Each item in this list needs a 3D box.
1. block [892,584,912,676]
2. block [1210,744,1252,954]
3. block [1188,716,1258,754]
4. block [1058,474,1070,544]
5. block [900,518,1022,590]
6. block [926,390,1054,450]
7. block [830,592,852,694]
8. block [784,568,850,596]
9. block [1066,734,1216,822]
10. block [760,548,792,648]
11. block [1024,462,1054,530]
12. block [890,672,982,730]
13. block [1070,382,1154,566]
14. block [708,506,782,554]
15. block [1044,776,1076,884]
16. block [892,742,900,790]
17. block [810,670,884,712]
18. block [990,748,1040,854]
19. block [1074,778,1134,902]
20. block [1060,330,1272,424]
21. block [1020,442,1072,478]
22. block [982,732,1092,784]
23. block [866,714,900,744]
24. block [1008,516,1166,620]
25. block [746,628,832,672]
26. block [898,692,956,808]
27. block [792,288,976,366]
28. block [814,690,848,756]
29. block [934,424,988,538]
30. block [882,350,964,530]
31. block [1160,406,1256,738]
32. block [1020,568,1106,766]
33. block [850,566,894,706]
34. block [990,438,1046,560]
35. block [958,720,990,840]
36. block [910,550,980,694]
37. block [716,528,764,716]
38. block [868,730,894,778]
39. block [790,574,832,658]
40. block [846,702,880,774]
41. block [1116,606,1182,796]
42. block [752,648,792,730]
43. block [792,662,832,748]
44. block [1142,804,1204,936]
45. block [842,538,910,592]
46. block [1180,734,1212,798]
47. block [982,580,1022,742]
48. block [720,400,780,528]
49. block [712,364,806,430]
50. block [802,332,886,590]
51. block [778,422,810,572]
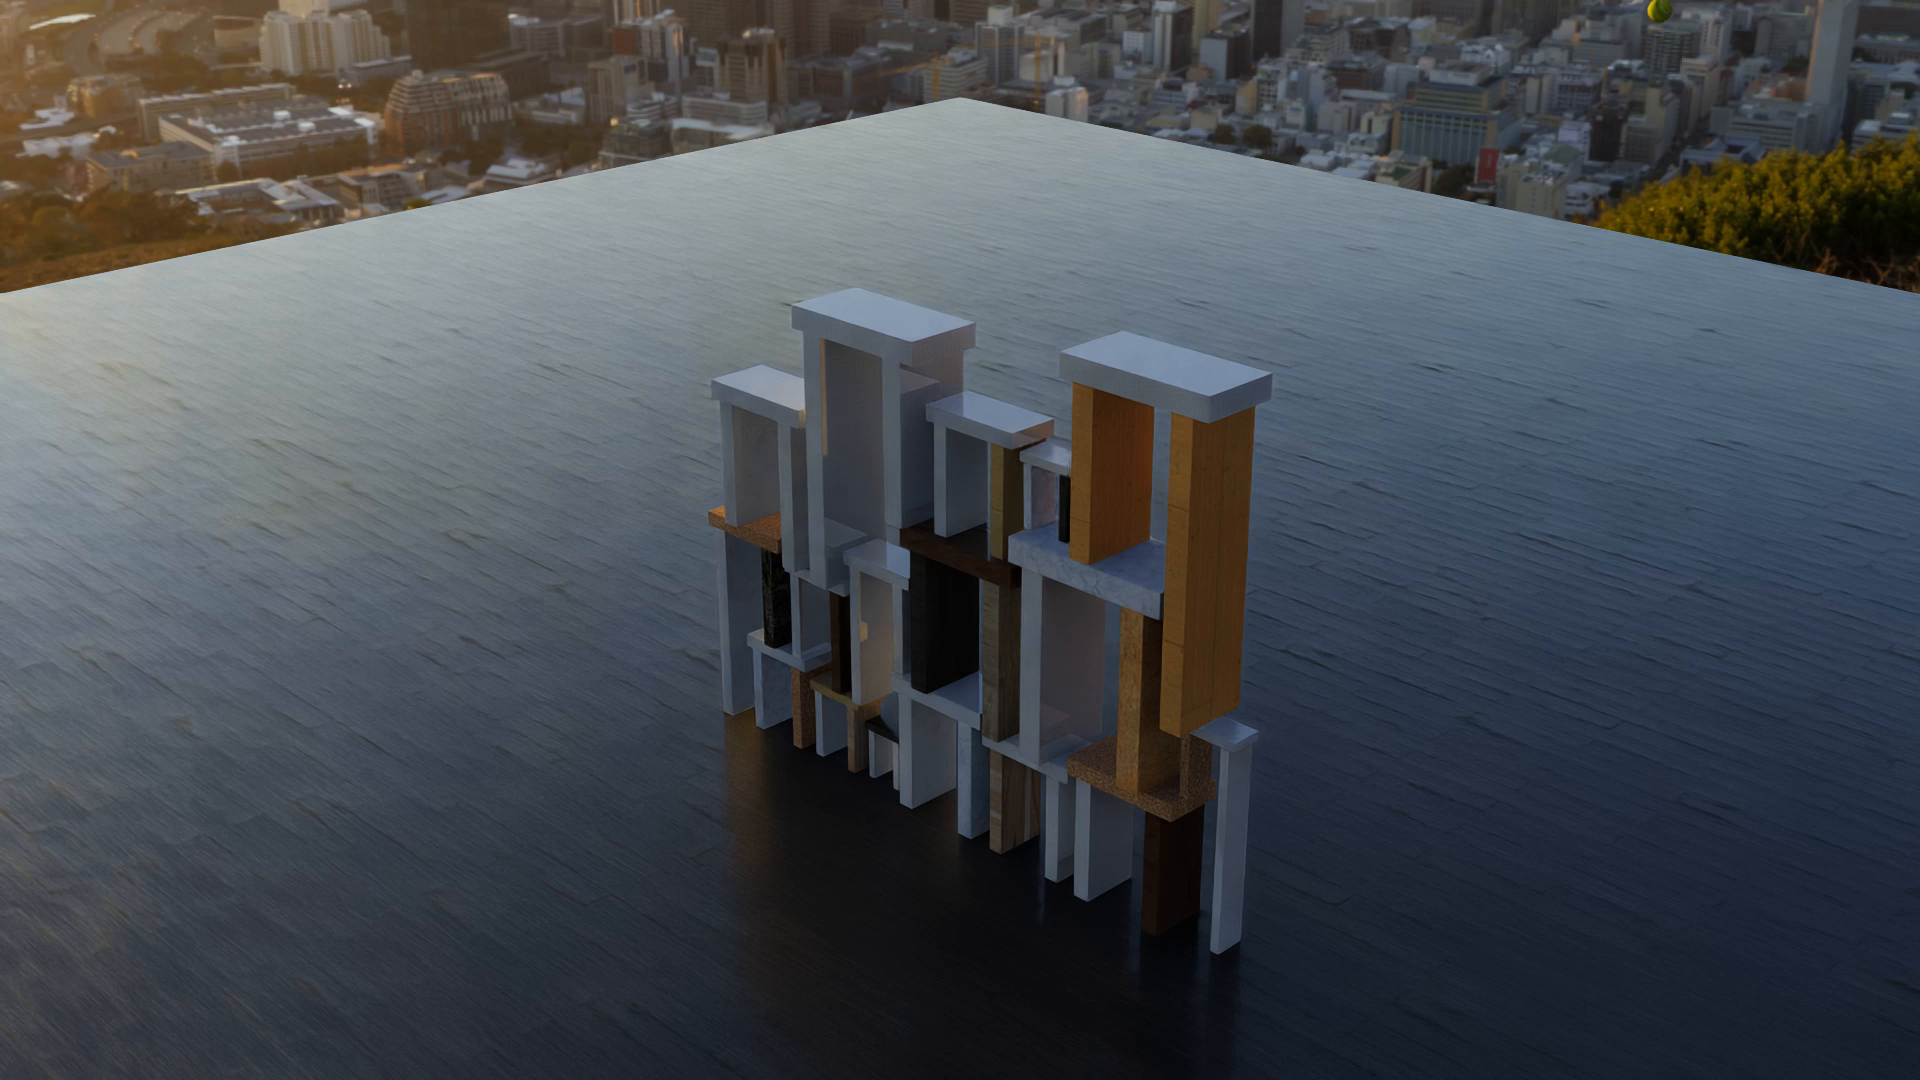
[{"bbox_3d":[-0.090,0.166,4.391,0.027,0.190,0.095,21,31,41],"label":"block"},{"bbox_3d":[0.485,0.548,3.933,0.019,0.419,0.066,21,31,41],"label":"block"},{"bbox_3d":[0.454,0.334,3.876,0.066,0.019,0.131,-21,31,-40],"label":"block"},{"bbox_3d":[0.207,-0.065,3.962,0.018,0.129,0.064,22,32,40],"label":"block"},{"bbox_3d":[0.040,0.013,4.185,0.148,0.042,0.295,-21,31,-41],"label":"block"},{"bbox_3d":[0.055,-0.223,4.075,0.223,0.032,0.112,21,31,41],"label":"block"},{"bbox_3d":[-0.224,0.200,4.558,0.093,0.229,0.026,-21,31,-41],"label":"block"},{"bbox_3d":[-0.268,0.065,4.548,0.093,0.026,0.185,-21,31,-40],"label":"block"},{"bbox_3d":[0.332,0.436,4.043,0.252,0.036,0.126,21,31,41],"label":"block"},{"bbox_3d":[-0.365,0.108,4.668,0.032,0.226,0.113,21,31,41],"label":"block"},{"bbox_3d":[0.144,-0.088,4.017,0.018,0.129,0.064,20,31,39],"label":"block"},{"bbox_3d":[-0.006,0.300,4.363,0.252,0.036,0.126,21,31,41],"label":"block"},{"bbox_3d":[0.268,-0.136,3.875,0.047,0.330,0.165,21,31,40],"label":"block"},{"bbox_3d":[-0.418,-0.032,4.667,0.113,0.032,0.226,-21,31,-41],"label":"block"},{"bbox_3d":[0.214,0.535,4.215,0.032,0.223,0.112,21,31,41],"label":"block"},{"bbox_3d":[-0.113,0.458,4.543,0.015,0.109,0.054,21,31,41],"label":"block"},{"bbox_3d":[-0.236,0.313,4.610,0.150,0.021,0.075,21,31,41],"label":"block"},{"bbox_3d":[0.109,0.494,4.312,0.032,0.223,0.112,21,31,41],"label":"block"},{"bbox_3d":[0.273,0.545,4.154,0.036,0.252,0.126,21,31,41],"label":"block"},{"bbox_3d":[0.346,-0.279,3.730,0.165,0.047,0.330,-21,31,-40],"label":"block"},{"bbox_3d":[0.177,-0.144,3.961,0.129,0.018,0.064,21,32,40],"label":"block"},{"bbox_3d":[0.161,0.397,4.214,0.112,0.032,0.223,-21,31,-40],"label":"block"},{"bbox_3d":[-0.139,0.390,4.542,0.109,0.015,0.054,21,31,41],"label":"block"},{"bbox_3d":[0.278,0.041,3.946,0.358,0.051,0.179,21,31,40],"label":"block"},{"bbox_3d":[-0.359,0.228,4.708,0.188,0.027,0.094,21,31,41],"label":"block"},{"bbox_3d":[-0.065,0.409,4.474,0.036,0.252,0.126,21,31,41],"label":"block"},{"bbox_3d":[-0.149,-0.411,4.212,0.335,0.047,0.167,21,31,40],"label":"block"},{"bbox_3d":[-0.272,0.378,4.676,0.021,0.150,0.075,21,31,41],"label":"block"},{"bbox_3d":[0.002,-0.126,4.174,0.112,0.223,0.032,-21,31,-41],"label":"block"},{"bbox_3d":[-0.069,-0.204,4.214,0.167,0.335,0.047,-21,31,-41],"label":"block"},{"bbox_3d":[0.424,0.044,3.783,0.047,0.589,0.165,21,31,41],"label":"block"},{"bbox_3d":[0.193,0.211,4.110,0.051,0.391,0.179,21,31,40],"label":"block"},{"bbox_3d":[-0.179,0.184,4.496,0.027,0.306,0.095,21,31,40],"label":"block"},{"bbox_3d":[0.107,-0.085,4.077,0.112,0.223,0.032,-21,31,-41],"label":"block"},{"bbox_3d":[0.054,0.456,4.365,0.036,0.252,0.126,21,31,41],"label":"block"},{"bbox_3d":[-0.029,0.141,4.314,0.148,0.295,0.042,-21,31,-40],"label":"block"},{"bbox_3d":[-0.472,0.165,4.808,0.032,0.441,0.113,21,31,41],"label":"block"},{"bbox_3d":[-0.164,0.438,4.590,0.015,0.109,0.054,21,31,41],"label":"block"},{"bbox_3d":[-0.311,0.146,4.630,0.026,0.185,0.093,21,31,41],"label":"block"},{"bbox_3d":[-0.201,0.406,4.611,0.021,0.150,0.075,21,31,41],"label":"block"},{"bbox_3d":[0.363,0.262,3.948,0.179,0.358,0.051,-21,31,-41],"label":"block"},{"bbox_3d":[-0.403,0.309,4.791,0.027,0.188,0.094,21,31,41],"label":"block"},{"bbox_3d":[-0.315,0.344,4.709,0.027,0.188,0.094,21,31,41],"label":"block"},{"bbox_3d":[0.392,0.591,4.044,0.036,0.252,0.126,21,31,41],"label":"block"},{"bbox_3d":[-0.134,0.048,4.390,0.190,0.027,0.095,21,31,41],"label":"block"},{"bbox_3d":[0.423,0.391,3.934,0.019,0.131,0.066,21,31,41],"label":"block"},{"bbox_3d":[0.110,0.210,4.193,0.148,0.328,0.042,-21,31,-41],"label":"block"},{"bbox_3d":[-0.433,-0.176,4.616,0.136,0.273,0.039,-21,31,-41],"label":"block"},{"bbox_3d":[-0.369,-0.294,4.496,0.273,0.039,0.136,21,31,41],"label":"block"},{"bbox_3d":[-0.228,-0.174,4.397,0.167,0.533,0.047,-21,31,-40],"label":"block"},{"bbox_3d":[-0.304,-0.104,4.507,0.136,0.319,0.039,-21,31,-41],"label":"block"}]
